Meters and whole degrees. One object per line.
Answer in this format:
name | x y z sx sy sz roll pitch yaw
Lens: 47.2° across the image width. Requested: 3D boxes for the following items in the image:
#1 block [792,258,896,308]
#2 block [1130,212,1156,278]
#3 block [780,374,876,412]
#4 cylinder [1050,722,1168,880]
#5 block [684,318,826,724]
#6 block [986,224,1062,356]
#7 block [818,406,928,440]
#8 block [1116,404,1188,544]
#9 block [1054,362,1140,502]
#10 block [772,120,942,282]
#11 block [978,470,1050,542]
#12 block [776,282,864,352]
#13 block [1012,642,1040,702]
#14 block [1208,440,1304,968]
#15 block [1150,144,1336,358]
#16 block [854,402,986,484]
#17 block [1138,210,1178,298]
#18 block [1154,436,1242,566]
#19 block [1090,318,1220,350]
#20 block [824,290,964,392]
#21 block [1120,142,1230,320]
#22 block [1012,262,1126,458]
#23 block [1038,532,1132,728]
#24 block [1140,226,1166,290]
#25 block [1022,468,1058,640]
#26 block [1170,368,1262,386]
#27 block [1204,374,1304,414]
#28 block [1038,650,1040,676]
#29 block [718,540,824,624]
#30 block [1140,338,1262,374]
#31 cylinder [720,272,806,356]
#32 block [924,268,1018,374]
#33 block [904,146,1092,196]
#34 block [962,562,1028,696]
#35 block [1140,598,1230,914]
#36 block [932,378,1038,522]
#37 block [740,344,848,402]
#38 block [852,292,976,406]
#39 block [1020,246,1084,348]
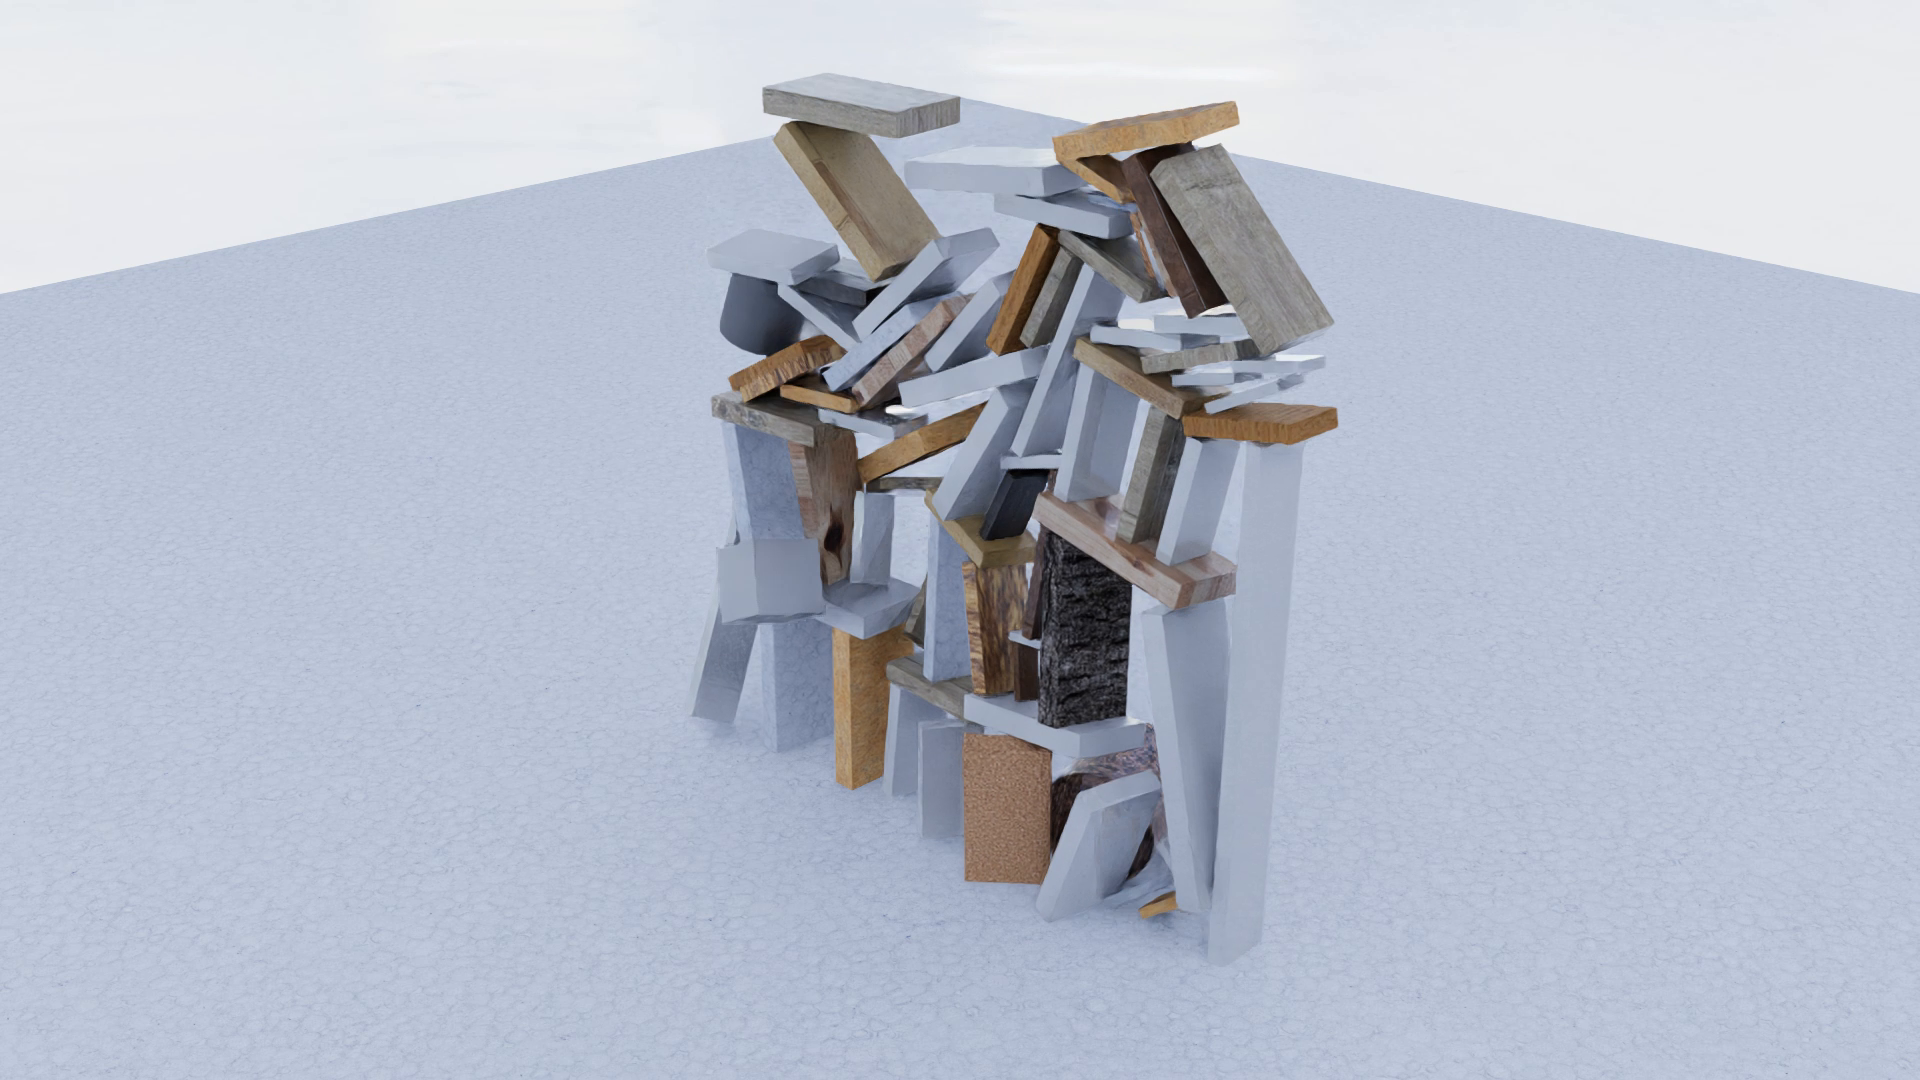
block | -0.204 -0.500 4.272 0.127 0.036 0.254 -19 25 -33
block | 0.324 -0.497 3.678 0.056 0.112 0.016 -19 2 -40
block | -0.254 -0.293 4.406 0.201 0.028 0.100 16 23 41
cylinder | 0.308 0.506 4.268 0.235 0.235 0.235 11 25 24
block | -0.429 -0.088 4.780 0.113 0.979 0.032 14 0 -40
block | 0.149 -0.451 3.882 0.136 0.272 0.039 -19 57 -39
block | -0.172 -0.242 4.348 0.201 0.028 0.100 16 28 38
block | 0.353 -0.125 3.809 0.036 0.255 0.127 31 30 35
block | 0.248 -0.196 3.891 0.127 0.255 0.036 -10 32 -38
block | -0.185 -0.649 4.118 0.171 0.049 0.343 -25 74 -42
block | 0.102 -0.069 4.094 0.086 0.172 0.024 -10 53 -31
block | -0.233 -0.456 4.342 0.127 0.036 0.254 -23 49 -35
block | 0.128 0.245 4.133 0.055 0.111 0.016 -6 5 -37
block | 0.508 0.290 3.795 0.033 1.002 0.117 21 31 38
block | 0.454 -0.469 3.540 0.139 0.356 0.040 -22 -14 -37
block | -0.064 -0.193 4.353 0.176 0.050 0.393 -23 1 -21
block | 0.354 -0.484 3.650 0.077 0.155 0.022 -22 1 -40
block | 0.409 -0.077 3.763 0.033 0.234 0.117 31 31 34
block | 0.332 -0.352 3.754 0.103 0.029 0.205 -15 18 -42
block | -0.121 -0.377 4.192 0.147 0.042 0.294 -20 -9 -42
block | 0.376 -0.512 3.603 0.139 0.279 0.040 -23 -1 -40
block | 0.200 -0.320 3.874 0.104 0.414 0.030 -15 50 -37
block | 0.229 0.156 3.986 0.174 0.347 0.049 -6 13 -39
block | 0.340 -0.476 3.665 0.056 0.112 0.016 -20 3 -40
block | 0.176 0.022 4.039 0.024 0.332 0.086 27 27 38
block | 0.427 -0.273 3.668 0.069 0.020 0.138 -14 11 -41
block | 0.483 -0.242 3.613 0.069 0.020 0.161 -22 4 -41
block | 0.172 0.258 4.074 0.055 0.111 0.016 -7 6 -40
block | -0.379 0.083 4.386 0.148 0.148 0.148 0 -8 -34
block | 0.414 -0.311 3.678 0.103 0.029 0.205 -15 6 -43
cylinder | -0.394 -0.494 4.511 0.168 0.168 0.168 13 36 -9
block | 0.052 -0.404 4.003 0.136 0.272 0.039 -23 76 -37
block | 0.081 -0.650 3.866 0.171 0.049 0.343 -21 23 -40
block | 0.075 0.162 4.180 0.126 0.251 0.036 -6 2 -38
block | 0.427 0.371 3.906 0.049 0.556 0.174 6 20 44
block | 0.089 -0.172 4.094 0.176 0.352 0.050 -14 62 -32
block | -0.337 -0.338 4.452 0.113 0.032 0.226 -22 1 -42
block | -0.060 -0.361 4.133 0.147 0.042 0.323 -20 -13 -43
block | 0.186 -0.431 3.843 0.104 0.209 0.030 -18 57 -39
